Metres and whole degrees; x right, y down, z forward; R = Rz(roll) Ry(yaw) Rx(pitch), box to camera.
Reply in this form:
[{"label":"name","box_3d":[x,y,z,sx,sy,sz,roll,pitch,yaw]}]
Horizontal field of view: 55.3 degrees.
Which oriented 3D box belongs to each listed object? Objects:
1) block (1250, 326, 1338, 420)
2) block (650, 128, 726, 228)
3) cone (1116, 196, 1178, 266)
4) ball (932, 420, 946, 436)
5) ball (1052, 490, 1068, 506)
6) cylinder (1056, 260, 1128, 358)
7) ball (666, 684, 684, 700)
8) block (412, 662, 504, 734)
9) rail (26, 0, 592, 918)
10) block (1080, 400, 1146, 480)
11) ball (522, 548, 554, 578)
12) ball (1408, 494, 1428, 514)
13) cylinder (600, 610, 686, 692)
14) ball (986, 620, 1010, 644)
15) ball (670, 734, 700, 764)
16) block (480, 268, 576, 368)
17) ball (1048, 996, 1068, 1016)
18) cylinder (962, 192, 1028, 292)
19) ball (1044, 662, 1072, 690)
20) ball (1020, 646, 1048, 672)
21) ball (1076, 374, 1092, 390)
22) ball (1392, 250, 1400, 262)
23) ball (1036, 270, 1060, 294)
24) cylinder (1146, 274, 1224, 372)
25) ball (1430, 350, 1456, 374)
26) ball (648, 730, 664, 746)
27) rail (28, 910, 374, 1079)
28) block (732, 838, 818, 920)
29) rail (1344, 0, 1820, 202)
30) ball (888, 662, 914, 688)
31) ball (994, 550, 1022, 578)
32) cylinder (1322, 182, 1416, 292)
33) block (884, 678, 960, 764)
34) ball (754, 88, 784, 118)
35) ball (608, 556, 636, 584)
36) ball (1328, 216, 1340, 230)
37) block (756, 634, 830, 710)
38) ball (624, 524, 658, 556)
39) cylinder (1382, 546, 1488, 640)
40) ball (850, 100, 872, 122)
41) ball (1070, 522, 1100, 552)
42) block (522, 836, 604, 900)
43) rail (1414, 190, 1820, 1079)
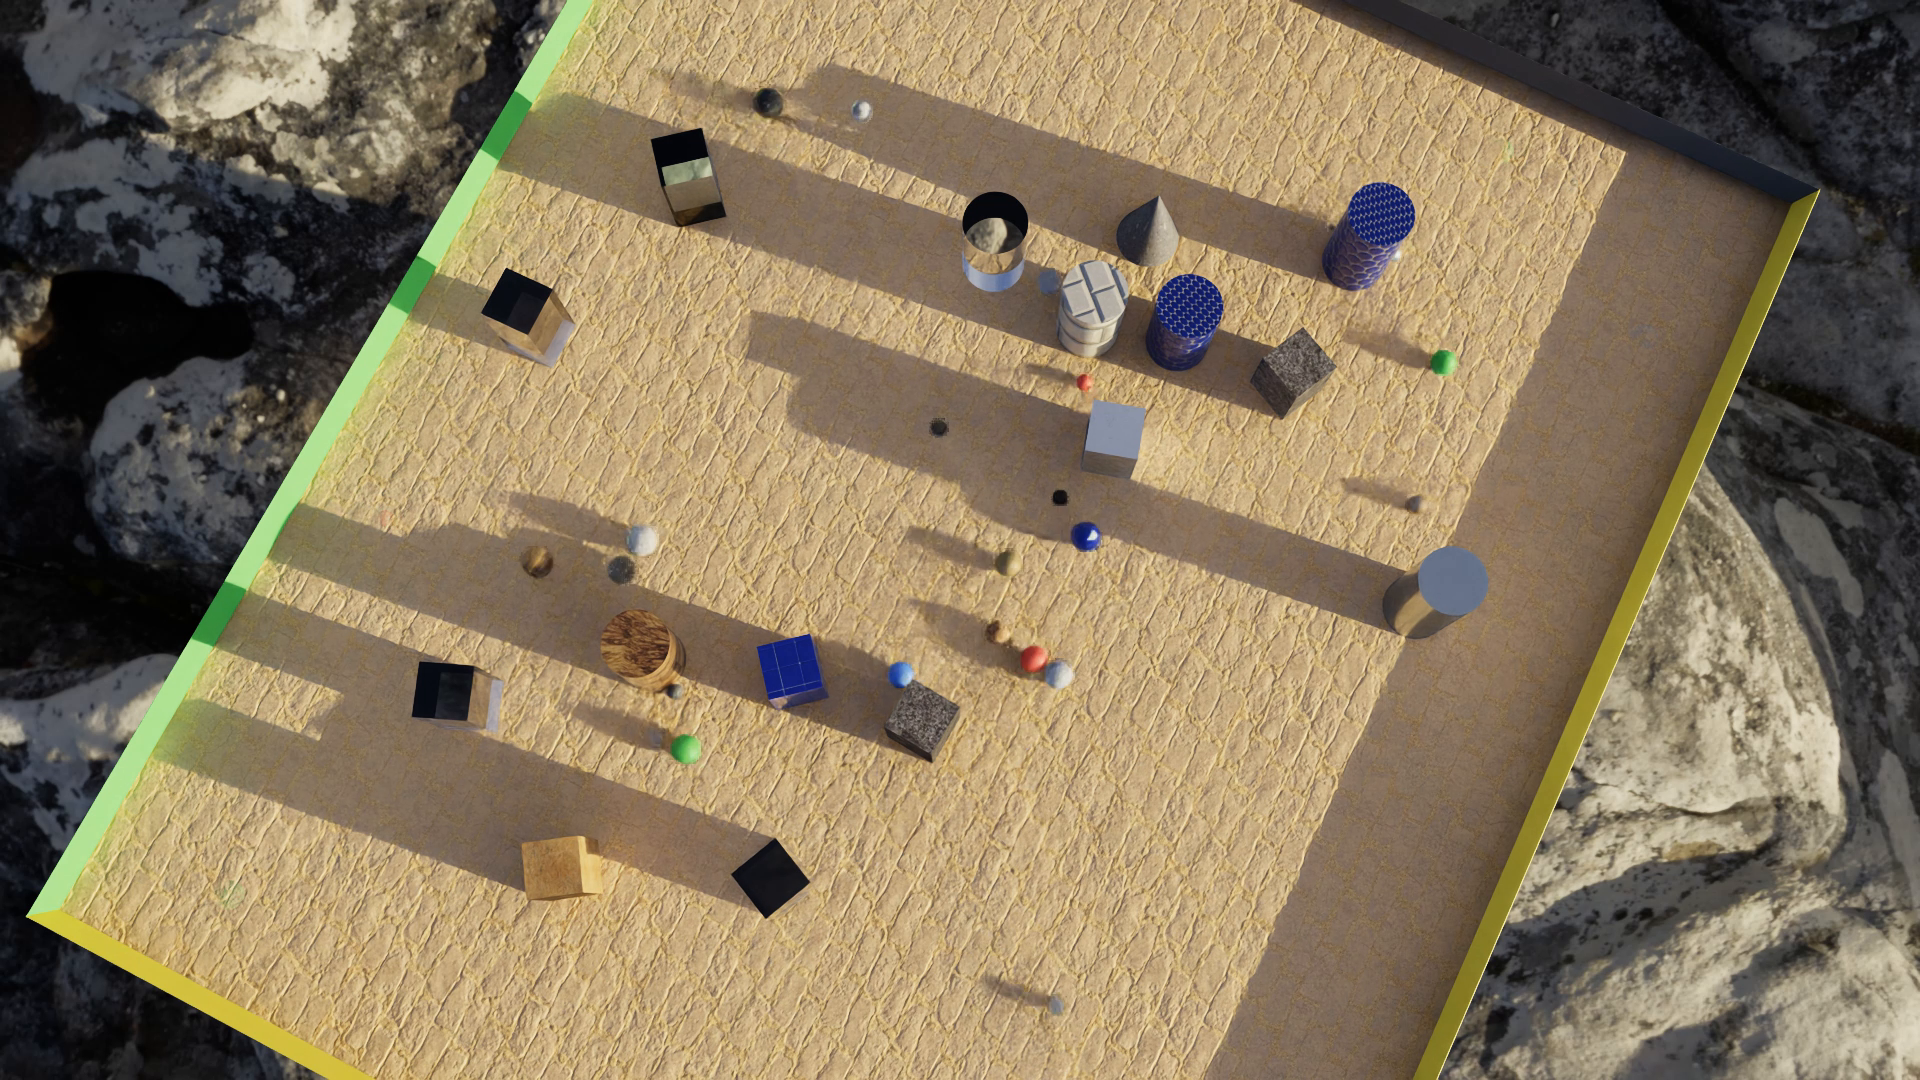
[{"label":"block","box_3d":[1.015,-0.506,5.595,0.158,0.248,0.158,-37,81,-7]},{"label":"block","box_3d":[-0.838,-1.119,5.680,0.158,0.330,0.158,-13,79,-3]},{"label":"cone","box_3d":[0.595,-0.996,5.646,0.198,0.345,0.198,0,78,0]},{"label":"ball","box_3d":[-0.065,-0.347,5.663,0.049,0.049,0.049,0,78,0]},{"label":"ball","box_3d":[0.308,-0.131,5.619,0.048,0.048,0.048,0,78,0]},{"label":"cylinder","box_3d":[0.400,-0.700,5.590,0.198,0.337,0.198,0,78,0]},{"label":"ball","box_3d":[-0.855,0.454,5.498,0.048,0.048,0.048,0,78,0]},{"label":"block","box_3d":[-1.461,0.462,5.347,0.158,0.340,0.158,4,78,1]},{"label":"rail","box_3d":[-1.681,-0.816,5.719,0.045,0.129,4.385,26,80,5]},{"label":"block","box_3d":[0.461,-0.302,5.549,0.158,0.255,0.158,10,78,2]},{"label":"ball","box_3d":[-1.281,0.069,5.554,0.094,0.094,0.094,0,78,0]},{"label":"ball","box_3d":[1.401,-0.109,5.609,0.060,0.060,0.060,0,78,0]},{"label":"cylinder","box_3d":[-0.926,0.328,5.383,0.198,0.325,0.198,0,78,0]},{"label":"ball","box_3d":[0.114,0.280,5.522,0.072,0.072,0.072,0,78,0]},{"label":"ball","box_3d":[-0.817,0.621,5.445,0.085,0.085,0.085,0,78,0]},{"label":"block","box_3d":[-1.312,-0.673,5.586,0.158,0.332,0.158,25,79,5]},{"label":"ball","box_3d":[0.281,1.350,5.308,0.057,0.057,0.057,0,78,0]},{"label":"cylinder","box_3d":[0.106,-0.914,5.635,0.198,0.335,0.198,0,78,0]},{"label":"ball","box_3d":[0.294,0.405,5.489,0.085,0.085,0.085,0,78,0]},{"label":"ball","box_3d":[0.222,0.359,5.501,0.081,0.081,0.081,0,78,0]},{"label":"ball","box_3d":[0.386,-0.489,5.693,0.050,0.050,0.050,0,78,0]},{"label":"ball","box_3d":[1.365,-0.902,5.779,0.047,0.047,0.047,0,78,0]},{"label":"ball","box_3d":[0.278,-0.807,5.745,0.075,0.075,0.075,0,78,0]},{"label":"cylinder","box_3d":[0.680,-0.658,5.581,0.198,0.337,0.198,0,78,0]},{"label":"ball","box_3d":[1.502,-0.553,5.692,0.077,0.077,0.077,0,78,0]},{"label":"ball","box_3d":[-0.908,0.592,5.471,0.044,0.044,0.044,0,78,0]},{"label":"rail","box_3d":[-0.970,1.906,5.155,3.806,0.129,0.045,26,80,5]},{"label":"block","box_3d":[-0.527,0.973,5.252,0.158,0.319,0.158,-39,81,-7]},{"label":"rail","box_3d":[0.970,-1.893,5.942,3.806,0.129,0.045,26,80,5]},{"label":"ball","box_3d":[-0.177,0.403,5.485,0.080,0.080,0.080,0,78,0]},{"label":"ball","box_3d":[0.146,0.073,5.560,0.081,0.081,0.081,0,78,0]},{"label":"cylinder","box_3d":[1.244,-0.922,5.602,0.198,0.401,0.198,0,78,0]},{"label":"block","box_3d":[-0.108,0.532,5.350,0.158,0.306,0.158,30,80,6]},{"label":"ball","box_3d":[-0.611,-1.396,5.855,0.099,0.099,0.099,0,78,0]},{"label":"ball","box_3d":[-1.024,0.090,5.554,0.086,0.086,0.086,0,78,0]},{"label":"ball","box_3d":[1.186,-1.001,5.802,0.043,0.043,0.043,0,78,0]},{"label":"block","box_3d":[-0.489,0.391,5.397,0.158,0.271,0.158,-14,79,-3]},{"label":"ball","box_3d":[-0.970,0.002,5.566,0.099,0.099,0.099,0,78,0]},{"label":"cylinder","box_3d":[1.384,0.159,5.357,0.198,0.444,0.198,0,78,0]},{"label":"ball","box_3d":[-0.318,-1.374,5.866,0.068,0.068,0.068,0,78,0]},{"label":"ball","box_3d":[0.381,-0.012,5.573,0.091,0.091,0.091,0,78,0]},{"label":"block","box_3d":[-1.141,0.946,5.270,0.158,0.295,0.158,-7,78,-2]},{"label":"rail","box_3d":[1.681,0.830,5.378,0.045,0.129,4.385,26,80,5]}]
